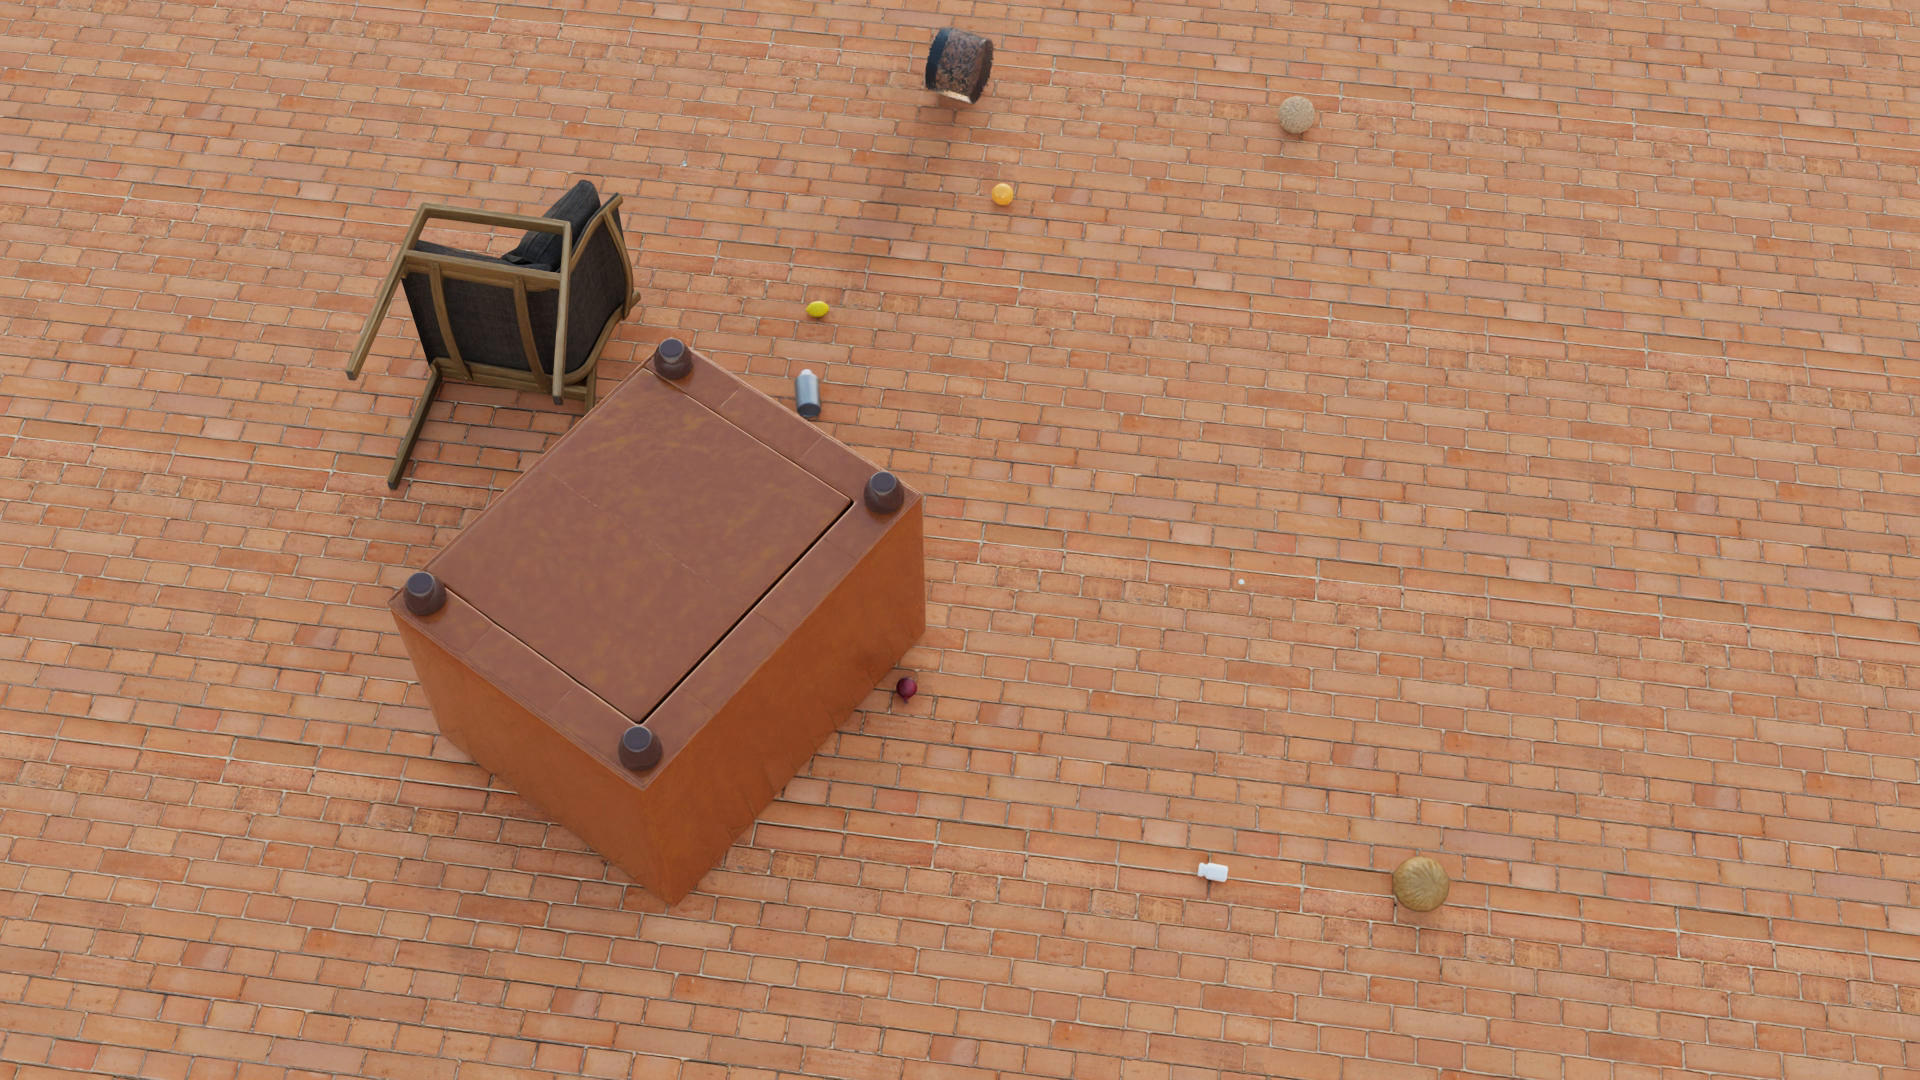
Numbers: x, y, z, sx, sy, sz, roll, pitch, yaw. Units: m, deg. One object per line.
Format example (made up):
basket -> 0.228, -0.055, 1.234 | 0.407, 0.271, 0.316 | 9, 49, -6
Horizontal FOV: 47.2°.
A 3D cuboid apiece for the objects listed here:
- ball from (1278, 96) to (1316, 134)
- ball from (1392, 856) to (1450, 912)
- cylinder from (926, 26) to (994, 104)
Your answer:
ball -> 1.143, -1.444, 7.467 | 0.126, 0.126, 0.126 | 0, 56, 0
ball -> 1.230, 0.918, 5.868 | 0.150, 0.150, 0.150 | 0, 56, 0
cylinder -> -0.002, -1.624, 7.524 | 0.160, 0.235, 0.220 | 19, 83, 12
